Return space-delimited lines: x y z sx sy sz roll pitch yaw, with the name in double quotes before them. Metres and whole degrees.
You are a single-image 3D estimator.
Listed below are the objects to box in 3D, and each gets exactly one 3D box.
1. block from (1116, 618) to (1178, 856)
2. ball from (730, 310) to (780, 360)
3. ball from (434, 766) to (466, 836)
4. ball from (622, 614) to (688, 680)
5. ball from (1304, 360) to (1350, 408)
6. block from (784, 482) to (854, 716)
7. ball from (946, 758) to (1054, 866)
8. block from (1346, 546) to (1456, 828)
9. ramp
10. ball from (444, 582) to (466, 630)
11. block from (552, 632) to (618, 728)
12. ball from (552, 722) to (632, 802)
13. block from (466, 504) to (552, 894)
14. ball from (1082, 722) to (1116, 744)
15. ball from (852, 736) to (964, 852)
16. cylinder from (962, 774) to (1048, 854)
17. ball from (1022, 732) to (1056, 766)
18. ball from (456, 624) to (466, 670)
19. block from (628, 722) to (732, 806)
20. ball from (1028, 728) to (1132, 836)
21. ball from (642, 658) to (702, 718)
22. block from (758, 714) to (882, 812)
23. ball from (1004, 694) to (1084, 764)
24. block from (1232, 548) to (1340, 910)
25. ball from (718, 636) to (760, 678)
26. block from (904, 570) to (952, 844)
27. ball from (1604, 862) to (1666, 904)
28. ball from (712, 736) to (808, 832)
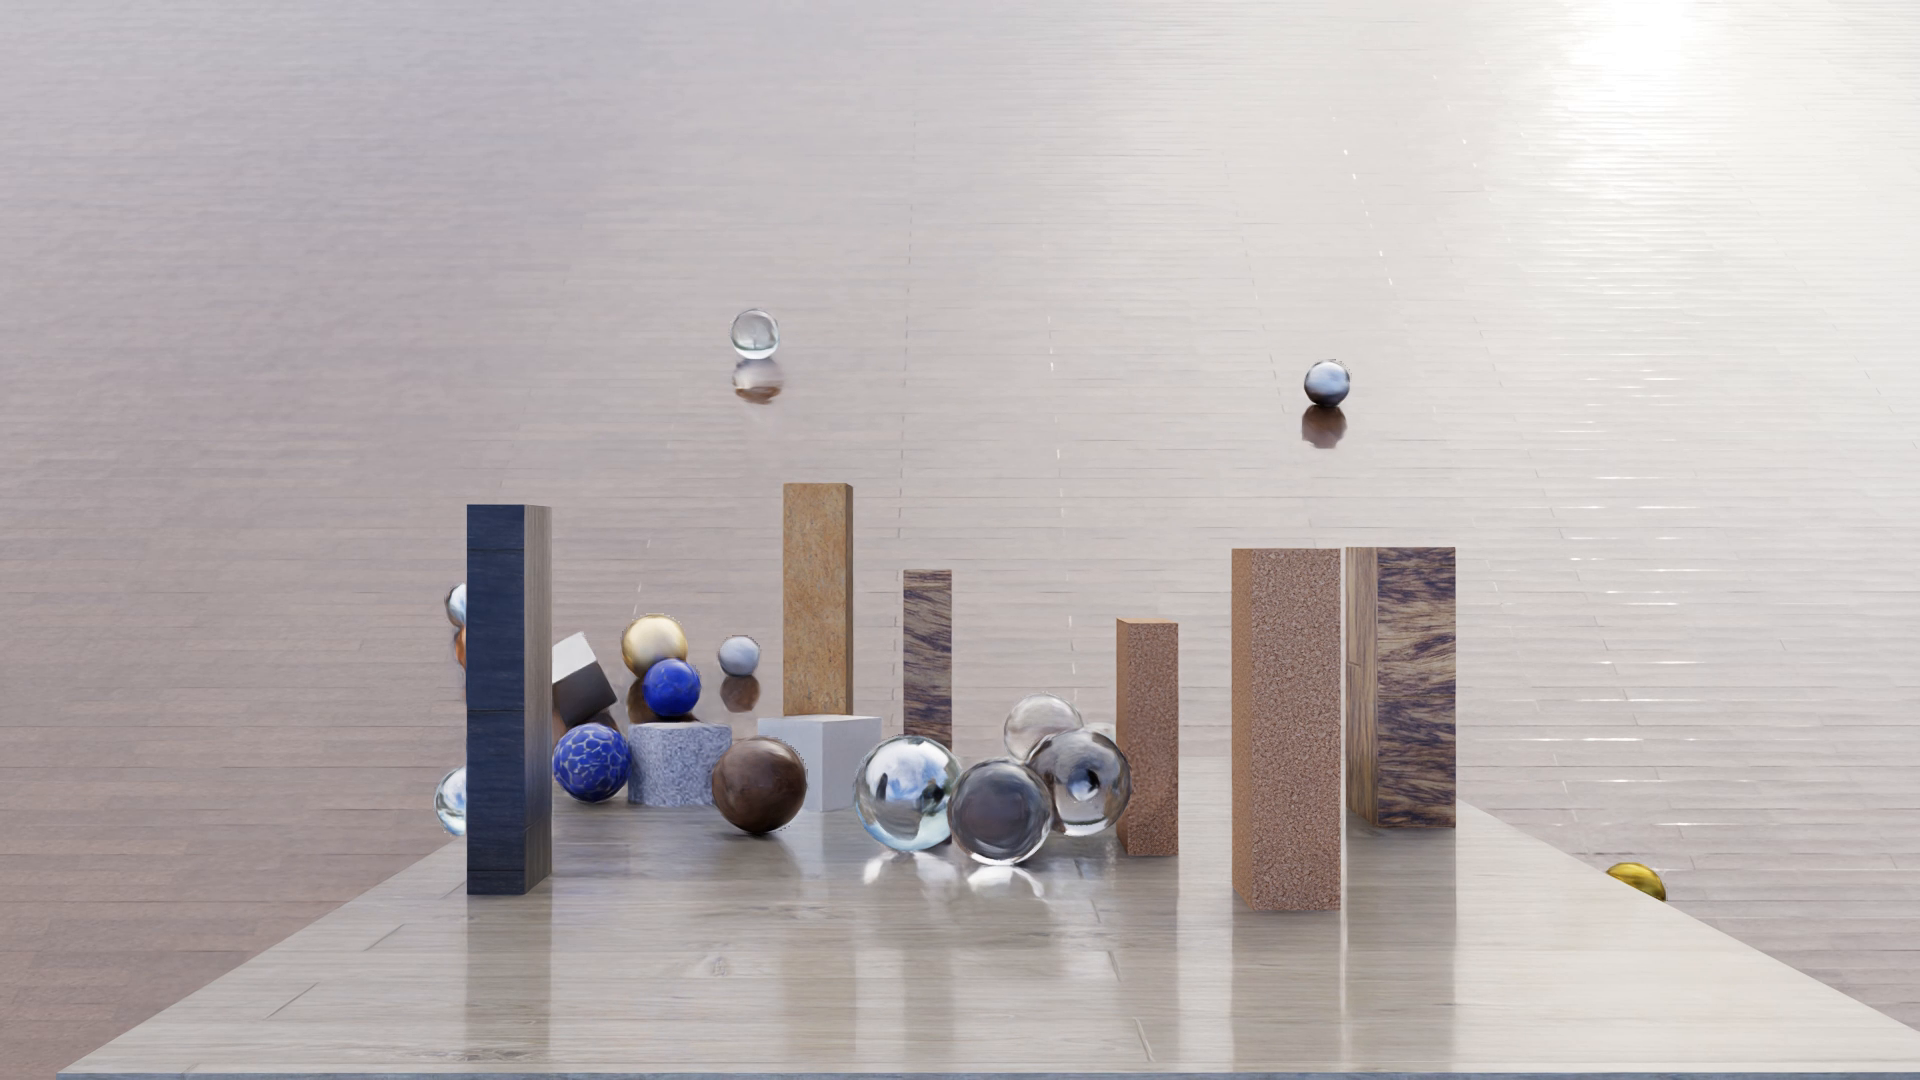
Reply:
"block" 0.339 0.349 4.701 0.089 0.407 0.324 0 0 0
"ball" -0.696 -0.701 8.819 0.171 0.171 0.171 0 30 0
"ball" -1.156 0.619 6.121 0.172 0.172 0.172 0 30 0
"ball" -0.838 0.297 7.102 0.182 0.182 0.182 0 30 0
"ball" 1.208 -0.514 8.518 0.153 0.153 0.153 0 30 0
"block" -0.312 0.217 5.749 0.134 0.678 0.400 0 0 0
"ball" 0.068 0.462 4.393 0.181 0.181 0.181 0 30 0
"block" 0.877 0.284 5.179 0.150 0.540 0.415 0 0 0
"ramp" 0.068 0.603 4.666 2.000 0.100 4.000 0 0 0
"ball" -1.387 0.189 7.327 0.140 0.140 0.140 0 30 0
"block" -1.038 0.375 6.955 0.153 0.153 0.153 -28 37 -9
"ball" -0.778 0.471 5.474 0.167 0.167 0.167 0 30 0
"block" -0.723 0.248 4.163 0.090 0.607 0.271 0 0 0
"ball" 0.311 0.481 5.768 0.149 0.149 0.149 0 30 0
"ball" -0.088 0.450 4.599 0.206 0.206 0.206 0 30 0
"cylinder" 0.081 0.488 4.609 0.130 0.130 0.130 7 1 12
"ball" 0.205 0.465 5.082 0.177 0.177 0.177 0 30 0
"ball" -1.297 0.294 7.112 0.177 0.177 0.177 0 30 0
"block" -0.594 0.474 5.497 0.162 0.162 0.162 0 0 -33
"ball" 0.206 0.422 4.507 0.187 0.187 0.187 0 30 0
"ball" -0.775 0.397 6.954 0.157 0.157 0.157 0 30 0
"block" -0.293 0.463 5.420 0.182 0.182 0.182 0 0 40
"ball" 0.200 0.460 6.119 0.194 0.194 0.194 0 30 0
"block" 0.501 0.282 3.997 0.132 0.538 0.289 0 0 0
"ball" -0.608 0.323 7.125 0.113 0.113 0.113 0 30 0
"block" -0.059 0.304 4.839 0.087 0.498 0.274 0 0 0
"ball" 1.273 0.677 4.915 0.131 0.131 0.131 0 30 0
"ball" -0.380 0.463 4.898 0.181 0.181 0.181 0 30 0
